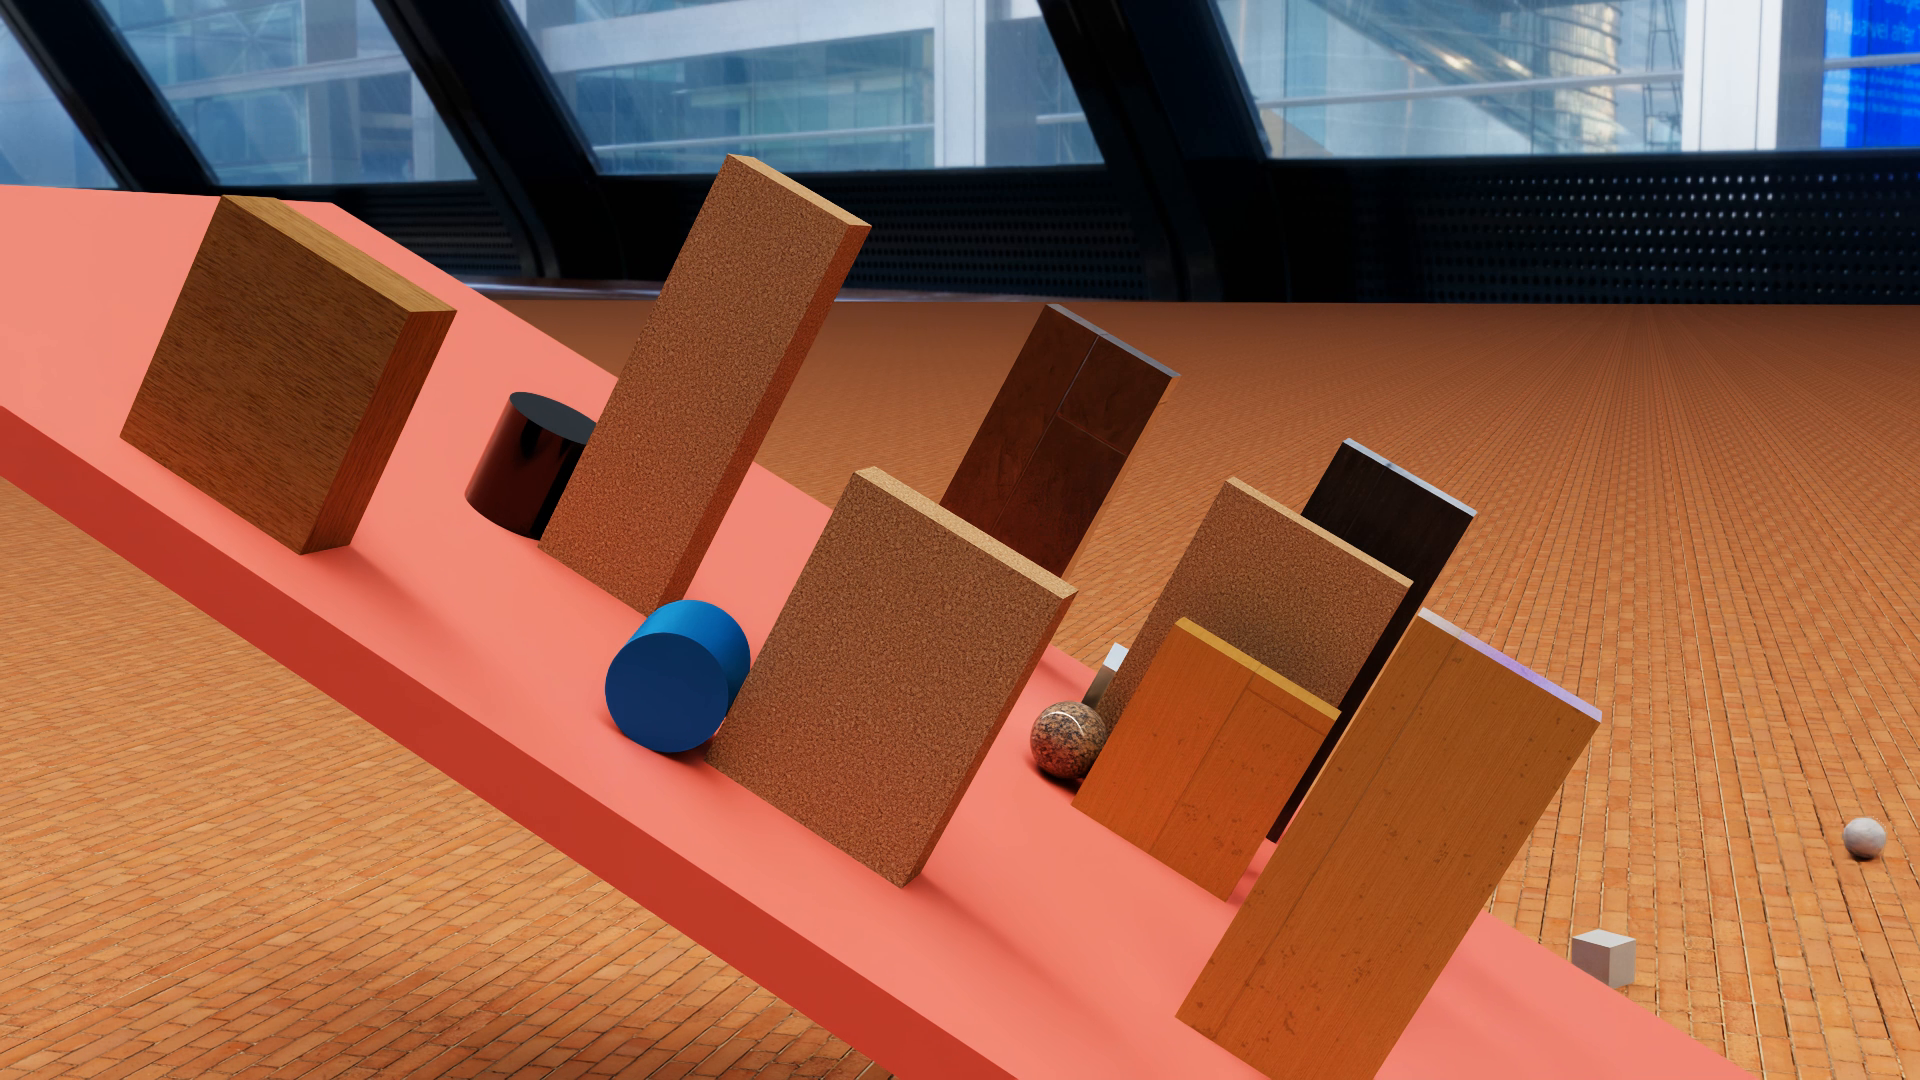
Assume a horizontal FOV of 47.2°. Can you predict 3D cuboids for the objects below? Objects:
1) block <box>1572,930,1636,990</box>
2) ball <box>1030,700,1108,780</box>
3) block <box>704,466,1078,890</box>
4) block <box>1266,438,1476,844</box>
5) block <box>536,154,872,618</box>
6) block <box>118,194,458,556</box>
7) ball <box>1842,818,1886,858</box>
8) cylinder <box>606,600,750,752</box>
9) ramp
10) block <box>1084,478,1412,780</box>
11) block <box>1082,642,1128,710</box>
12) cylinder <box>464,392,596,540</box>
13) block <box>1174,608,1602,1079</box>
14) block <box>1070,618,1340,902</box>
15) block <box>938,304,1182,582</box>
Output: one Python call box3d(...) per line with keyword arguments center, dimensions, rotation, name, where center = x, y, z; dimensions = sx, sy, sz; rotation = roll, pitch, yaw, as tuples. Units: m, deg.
box3d(center=(1.685, 1.100, 5.762), dimensions=(0.116, 0.116, 0.116), rotation=(-6, 9, -39), name="block")
box3d(center=(0.210, 0.386, 4.236), dimensions=(0.152, 0.152, 0.152), rotation=(0, 7, 0), name="ball")
box3d(center=(-0.113, 0.214, 3.444), dimensions=(0.379, 0.535, 0.099), rotation=(31, 14, 11), name="block")
box3d(center=(0.723, 0.209, 4.516), dimensions=(0.297, 0.789, 0.103), rotation=(31, 14, 11), name="block")
box3d(center=(-0.462, -0.269, 3.930), dimensions=(0.255, 0.799, 0.116), rotation=(31, 14, 11), name="block")
box3d(center=(-1.072, -0.265, 3.505), dimensions=(0.372, 0.436, 0.142), rotation=(31, 14, 11), name="block")
box3d(center=(2.873, 0.946, 6.987), dimensions=(0.129, 0.129, 0.129), rotation=(0, 7, 0), name="ball")
box3d(center=(-0.447, 0.215, 3.507), dimensions=(0.195, 0.195, 0.195), rotation=(1, 13, 5), name="cylinder")
box3d(center=(-0.204, 0.337, 4.138), dimensions=(4.000, 0.100, 2.000), rotation=(31, 14, 11), name="ramp")
box3d(center=(0.531, 0.262, 4.249), dimensions=(0.395, 0.653, 0.090), rotation=(31, 14, 11), name="block")
box3d(center=(0.342, 0.361, 4.477), dimensions=(0.197, 0.197, 0.197), rotation=(30, 14, 5), name="block")
box3d(center=(-0.782, -0.136, 4.076), dimensions=(0.204, 0.204, 0.204), rotation=(27, 14, -7), name="cylinder")
box3d(center=(0.657, 0.509, 3.414), dimensions=(0.308, 0.756, 0.088), rotation=(31, 14, 11), name="block")
box3d(center=(0.456, 0.408, 4.103), dimensions=(0.340, 0.405, 0.087), rotation=(31, 14, 11), name="block")
box3d(center=(0.168, -0.128, 4.812), dimensions=(0.316, 0.707, 0.102), rotation=(31, 14, 11), name="block")
